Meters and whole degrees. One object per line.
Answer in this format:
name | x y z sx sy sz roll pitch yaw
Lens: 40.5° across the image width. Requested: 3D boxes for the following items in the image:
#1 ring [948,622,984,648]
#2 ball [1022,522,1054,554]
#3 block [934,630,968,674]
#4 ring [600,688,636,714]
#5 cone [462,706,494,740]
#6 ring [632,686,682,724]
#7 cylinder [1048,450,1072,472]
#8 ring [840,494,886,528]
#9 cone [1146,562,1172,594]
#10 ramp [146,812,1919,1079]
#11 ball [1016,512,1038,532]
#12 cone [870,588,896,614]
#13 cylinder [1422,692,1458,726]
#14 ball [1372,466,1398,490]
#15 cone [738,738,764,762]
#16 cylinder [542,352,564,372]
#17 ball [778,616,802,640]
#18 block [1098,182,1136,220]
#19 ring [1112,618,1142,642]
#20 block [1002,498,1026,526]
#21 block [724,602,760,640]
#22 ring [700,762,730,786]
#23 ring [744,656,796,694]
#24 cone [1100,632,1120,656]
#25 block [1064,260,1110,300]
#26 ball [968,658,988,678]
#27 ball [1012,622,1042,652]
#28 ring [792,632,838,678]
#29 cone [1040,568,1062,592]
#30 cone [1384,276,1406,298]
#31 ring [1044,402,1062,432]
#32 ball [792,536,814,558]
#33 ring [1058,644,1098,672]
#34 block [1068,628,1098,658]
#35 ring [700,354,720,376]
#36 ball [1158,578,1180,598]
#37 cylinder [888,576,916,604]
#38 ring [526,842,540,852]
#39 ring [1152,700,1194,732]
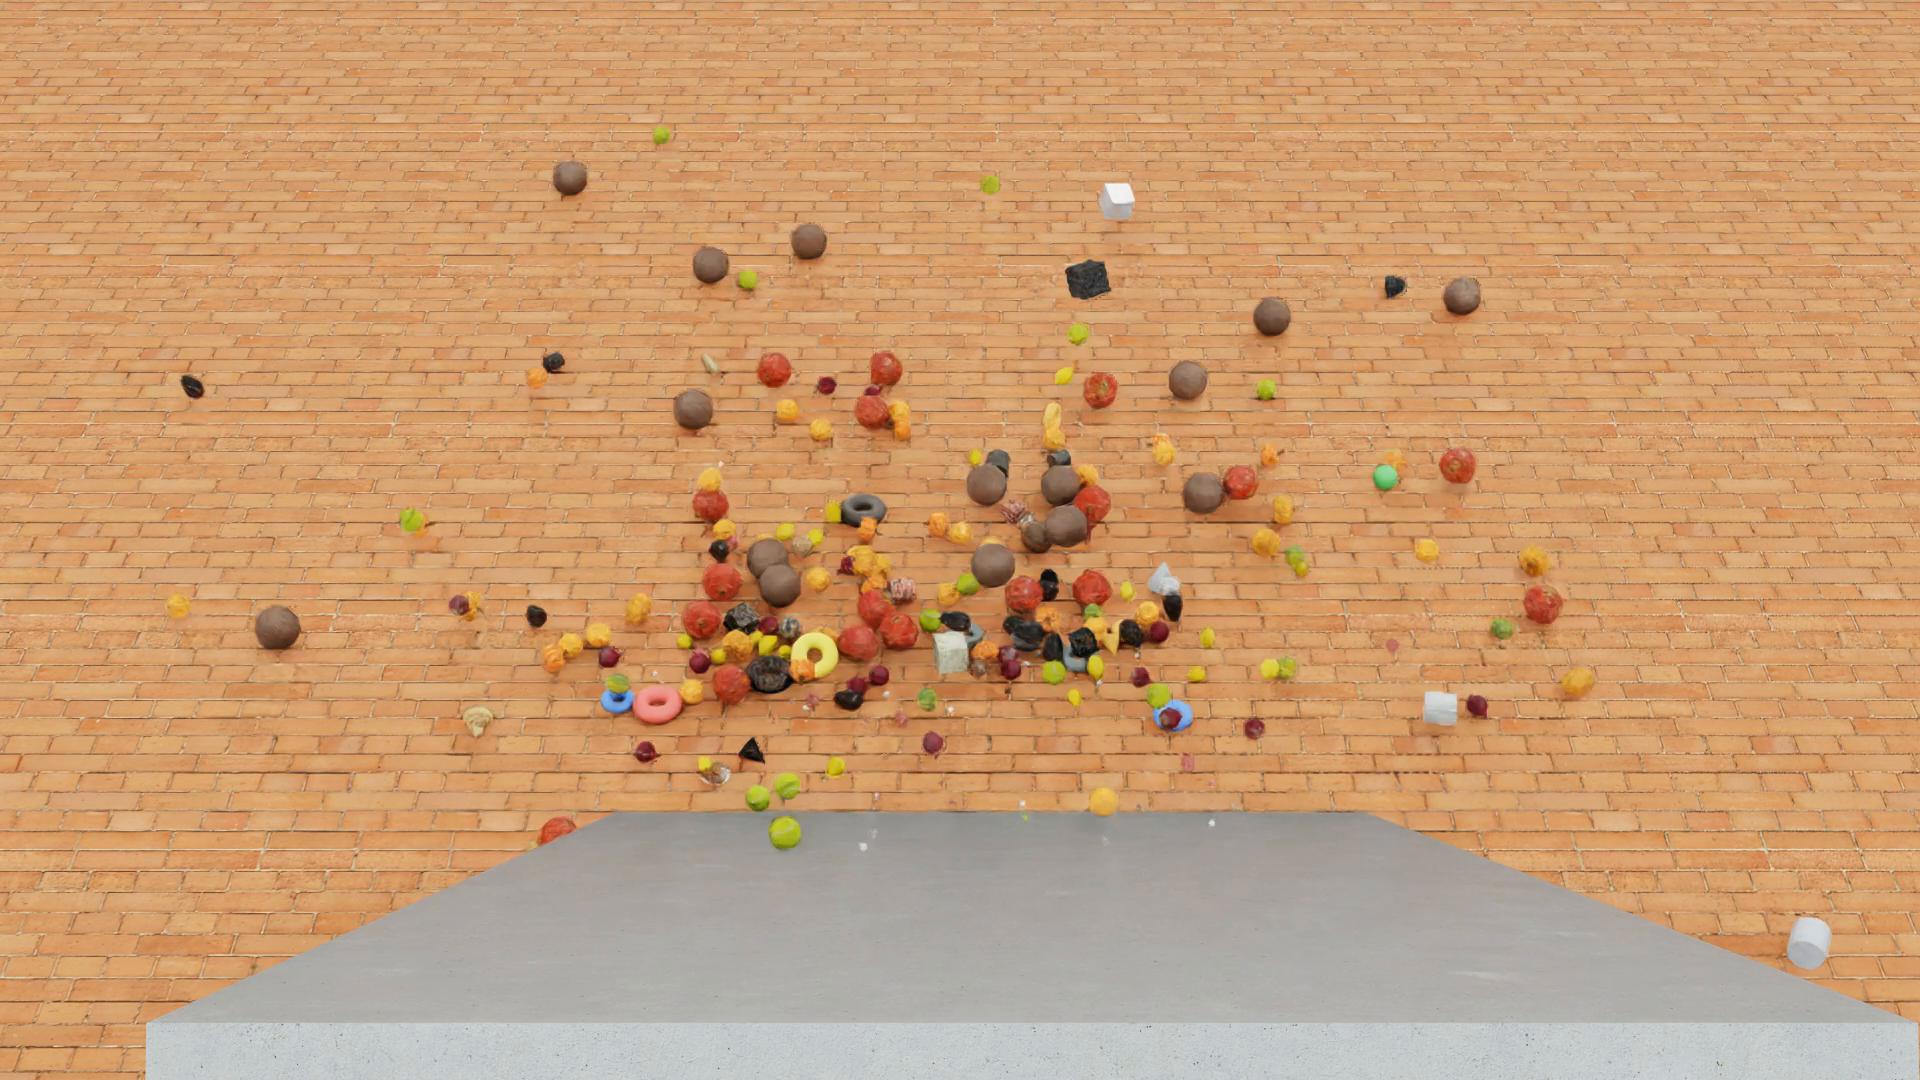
ring | 0.017 0.279 7.622 0.109 0.036 0.109 0 36 0
ball | 0.240 -0.009 7.951 0.097 0.097 0.097 0 37 0
block | -0.027 0.325 7.521 0.084 0.084 0.084 -8 38 -10
ring | -0.971 0.455 7.392 0.097 0.032 0.097 0 36 0
cone | -1.346 0.525 7.263 0.090 0.090 0.090 -4 47 -6
ring | -0.856 0.465 7.366 0.143 0.048 0.143 0 36 0
cylinder | 0.317 -0.253 8.305 0.057 0.057 0.057 -22 42 -26
ring | -0.304 -0.092 8.101 0.148 0.049 0.148 0 36 0
cone | 0.609 0.099 7.810 0.089 0.089 0.089 3 36 -2
ramp | 0.082 0.685 4.932 2.000 0.100 4.000 0 -3 0
ball | 0.207 -0.055 8.039 0.065 0.065 0.065 0 37 0
cone | -0.222 0.176 7.758 0.079 0.079 0.079 8 11 11
cylinder | 1.346 0.472 7.293 0.090 0.090 0.090 4 37 10
ball | 1.344 -0.198 8.218 0.077 0.077 0.077 0 37 0
cone | -0.567 0.595 7.207 0.071 0.071 0.071 40 47 6
cylinder | -1.371 -0.600 8.767 0.053 0.053 0.053 28 44 32
ball | -0.496 0.259 7.618 0.071 0.071 0.071 0 37 0
block | 0.570 -1.230 9.448 0.092 0.092 0.092 -6 58 -20
ring | 0.491 0.266 7.644 0.092 0.031 0.092 0 38 0
block | 0.166 -0.087 8.090 0.054 0.054 0.054 -25 44 -29
block | -0.642 0.237 7.631 0.068 0.068 0.068 -29 68 -35
ring | -0.671 0.642 7.149 0.083 0.028 0.083 -1 36 1
ring | -0.546 0.386 7.469 0.147 0.049 0.147 0 36 0
cone | 0.446 0.312 7.584 0.063 0.063 0.063 -9 65 -12
block | 0.420 -0.857 8.565 0.097 0.097 0.097 -22 20 -23
ball | 0.052 0.367 7.489 0.055 0.055 0.055 0 37 0
ball | 0.194 0.282 7.574 0.088 0.088 0.088 0 37 0
ring | -0.419 0.333 7.505 0.138 0.046 0.138 3 70 -8
cone | 0.289 0.120 7.836 0.067 0.067 0.067 0 27 -48
cone | 1.512 -0.871 9.124 0.078 0.078 0.078 17 58 21
ring | 0.302 -0.398 8.459 0.034 0.101 0.101 10 38 22
ball | -0.479 0.020 7.902 0.067 0.067 0.067 0 37 0
ring | 0.344 0.340 7.540 0.116 0.039 0.116 -1 36 1
block | 0.355 0.296 7.495 0.060 0.060 0.060 -22 20 -12
ring | -0.836 -0.587 8.723 0.030 0.090 0.090 -41 48 -7
ball | 0.624 0.142 7.768 0.062 0.062 0.062 0 37 0
cylinder | -0.173 0.150 7.763 0.070 0.070 0.070 -10 38 -13
ring | -1.122 0.836 6.851 0.027 0.081 0.081 4 30 -34
ring | 0.601 0.494 7.335 0.116 0.039 0.116 -1 38 1
